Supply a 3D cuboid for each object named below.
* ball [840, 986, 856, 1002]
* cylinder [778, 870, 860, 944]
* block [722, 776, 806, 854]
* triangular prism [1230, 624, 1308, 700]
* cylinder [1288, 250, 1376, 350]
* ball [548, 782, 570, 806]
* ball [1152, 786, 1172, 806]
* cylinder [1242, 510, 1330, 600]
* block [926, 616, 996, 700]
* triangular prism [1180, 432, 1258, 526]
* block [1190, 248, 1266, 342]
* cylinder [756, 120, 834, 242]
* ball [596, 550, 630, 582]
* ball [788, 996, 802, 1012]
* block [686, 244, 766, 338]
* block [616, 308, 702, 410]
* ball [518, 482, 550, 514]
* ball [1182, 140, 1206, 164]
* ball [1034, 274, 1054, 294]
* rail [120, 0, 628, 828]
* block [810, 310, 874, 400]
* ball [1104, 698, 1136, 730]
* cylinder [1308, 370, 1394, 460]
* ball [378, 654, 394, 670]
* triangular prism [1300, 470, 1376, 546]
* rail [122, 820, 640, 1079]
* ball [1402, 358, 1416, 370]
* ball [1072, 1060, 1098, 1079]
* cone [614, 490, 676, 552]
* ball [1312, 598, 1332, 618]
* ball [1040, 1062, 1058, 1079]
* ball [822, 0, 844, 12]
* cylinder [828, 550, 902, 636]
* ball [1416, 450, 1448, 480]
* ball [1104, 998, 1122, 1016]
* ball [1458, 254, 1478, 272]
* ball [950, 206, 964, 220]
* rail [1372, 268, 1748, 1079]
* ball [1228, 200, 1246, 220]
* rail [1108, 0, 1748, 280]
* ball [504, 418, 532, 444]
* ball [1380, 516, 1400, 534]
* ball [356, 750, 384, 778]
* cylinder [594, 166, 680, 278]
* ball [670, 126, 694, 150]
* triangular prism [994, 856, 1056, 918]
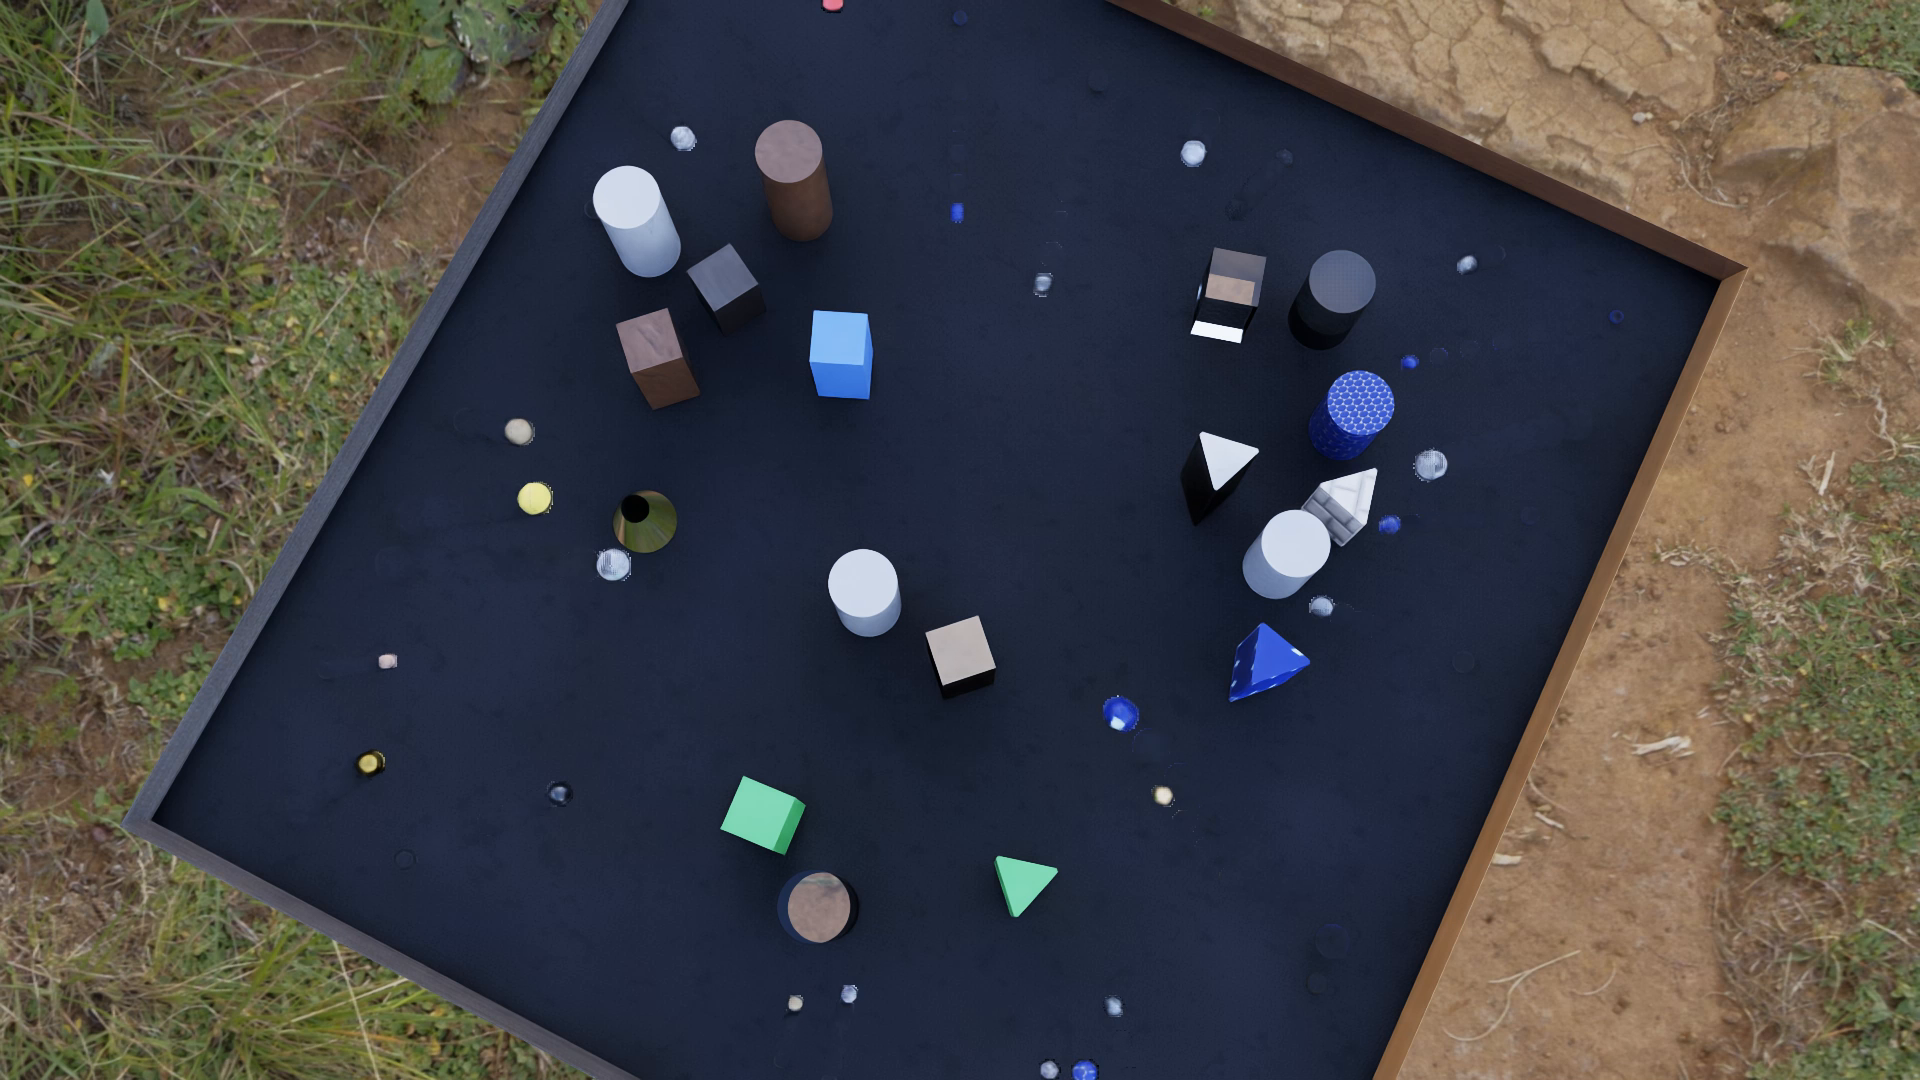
[{"bbox_3d":[-0.323,1.319,5.319,0.047,0.047,0.047,0,78,0],"label":"ball"},{"bbox_3d":[-0.394,1.035,5.165,0.197,0.465,0.197,0,78,0],"label":"cylinder"},{"bbox_3d":[-0.561,0.795,5.268,0.158,0.360,0.158,22,79,4],"label":"block"},{"bbox_3d":[0.867,0.344,5.318,0.171,0.445,0.148,-19,79,-4],"label":"triangular prism"},{"bbox_3d":[1.129,-0.727,5.585,0.197,0.357,0.197,0,78,0],"label":"cylinder"},{"bbox_3d":[-1.188,0.751,5.427,0.067,0.067,0.067,0,78,0],"label":"ball"},{"bbox_3d":[0.600,0.757,5.430,0.058,0.058,0.058,0,78,0],"label":"ball"},{"bbox_3d":[0.962,0.047,5.422,0.197,0.363,0.197,0,78,0],"label":"cylinder"},{"bbox_3d":[0.002,0.349,5.356,0.158,0.369,0.158,-18,79,-4],"label":"block"},{"bbox_3d":[0.731,-0.201,5.411,0.171,0.483,0.148,-42,81,-8],"label":"triangular prism"},{"bbox_3d":[0.817,-0.744,5.594,0.158,0.346,0.158,11,79,2],"label":"block"},{"bbox_3d":[-0.502,-1.091,5.601,0.197,0.474,0.197,0,78,0],"label":"cylinder"},{"bbox_3d":[-1.050,0.076,5.551,0.097,0.097,0.097,0,78,0],"label":"ball"},{"bbox_3d":[-0.479,1.346,5.316,0.043,0.043,0.043,0,78,0],"label":"ball"},{"bbox_3d":[-0.717,-0.767,5.649,0.158,0.248,0.158,-34,80,-7],"label":"block"},{"bbox_3d":[-0.905,-0.541,5.528,0.158,0.393,0.158,-18,79,-4],"label":"block"},{"bbox_3d":[-1.300,-0.127,5.593,0.099,0.099,0.099,0,78,0],"label":"ball"},{"bbox_3d":[0.744,-1.235,5.833,0.077,0.077,0.077,0,78,0],"label":"ball"},{"bbox_3d":[0.261,-0.803,5.751,0.062,0.062,0.062,0,78,0],"label":"ball"},{"bbox_3d":[-1.589,-0.771,5.710,0.045,0.128,3.709,26,80,5],"label":"rail"},{"bbox_3d":[-0.356,-0.557,5.549,0.158,0.358,0.158,4,78,1],"label":"block"},{"bbox_3d":[0.478,0.519,5.460,0.097,0.097,0.097,0,78,0],"label":"ball"},{"bbox_3d":[1.180,-0.373,5.540,0.197,0.301,0.197,0,78,0],"label":"cylinder"},{"bbox_3d":[-1.726,0.366,5.517,0.047,0.047,0.047,0,78,0],"label":"ball"},{"bbox_3d":[1.160,-0.122,5.479,0.171,0.319,0.148,43,82,8],"label":"triangular prism"},{"bbox_3d":[-0.819,1.610,5.217,3.599,0.128,0.045,26,80,5],"label":"rail"},{"bbox_3d":[1.400,-0.549,5.708,0.043,0.043,0.043,0,78,0],"label":"ball"},{"bbox_3d":[0.359,1.531,5.263,0.071,0.071,0.071,0,78,0],"label":"ball"},{"bbox_3d":[-0.967,-0.090,5.467,0.197,0.331,0.197,0,78,0],"label":"cone"},{"bbox_3d":[1.094,0.204,5.542,0.063,0.063,0.063,0,78,0],"label":"ball"},{"bbox_3d":[0.257,1.527,5.275,0.051,0.051,0.051,0,78,0],"label":"ball"},{"bbox_3d":[-0.412,-1.752,5.943,0.072,0.072,0.072,0,78,0],"label":"ball"},{"bbox_3d":[-0.276,0.160,5.395,0.197,0.369,0.197,0,78,0],"label":"cylinder"},{"bbox_3d":[1.445,-0.230,5.617,0.093,0.093,0.093,0,78,0],"label":"ball"},{"bbox_3d":[0.444,1.351,5.311,0.050,0.050,0.050,0,78,0],"label":"ball"},{"bbox_3d":[1.600,-0.869,5.767,0.057,0.057,0.057,0,78,0],"label":"ball"},{"bbox_3d":[-0.009,-1.038,5.808,0.046,0.046,0.046,0,78,0],"label":"ball"},{"bbox_3d":[1.589,0.785,5.388,0.045,0.128,3.709,26,80,5],"label":"rail"},{"bbox_3d":[0.877,-1.046,5.802,0.060,0.060,0.060,0,78,0],"label":"ball"},{"bbox_3d":[0.819,-1.597,5.881,3.599,0.128,0.045,26,80,5],"label":"rail"},{"bbox_3d":[-1.360,-0.335,5.644,0.082,0.082,0.082,0,78,0],"label":"ball"},{"bbox_3d":[1.314,-0.044,5.598,0.055,0.055,0.055,0,78,0],"label":"ball"},{"bbox_3d":[-1.753,0.665,5.439,0.079,0.079,0.079,0,78,0],"label":"ball"},{"bbox_3d":[-0.983,-0.968,5.604,0.197,0.416,0.197,0,78,0],"label":"cylinder"},{"bbox_3d":[-0.886,-1.283,5.844,0.075,0.075,0.075,0,78,0],"label":"ball"},{"bbox_3d":[0.157,0.961,5.231,0.148,0.366,0.171,42,81,8],"label":"triangular prism"}]
